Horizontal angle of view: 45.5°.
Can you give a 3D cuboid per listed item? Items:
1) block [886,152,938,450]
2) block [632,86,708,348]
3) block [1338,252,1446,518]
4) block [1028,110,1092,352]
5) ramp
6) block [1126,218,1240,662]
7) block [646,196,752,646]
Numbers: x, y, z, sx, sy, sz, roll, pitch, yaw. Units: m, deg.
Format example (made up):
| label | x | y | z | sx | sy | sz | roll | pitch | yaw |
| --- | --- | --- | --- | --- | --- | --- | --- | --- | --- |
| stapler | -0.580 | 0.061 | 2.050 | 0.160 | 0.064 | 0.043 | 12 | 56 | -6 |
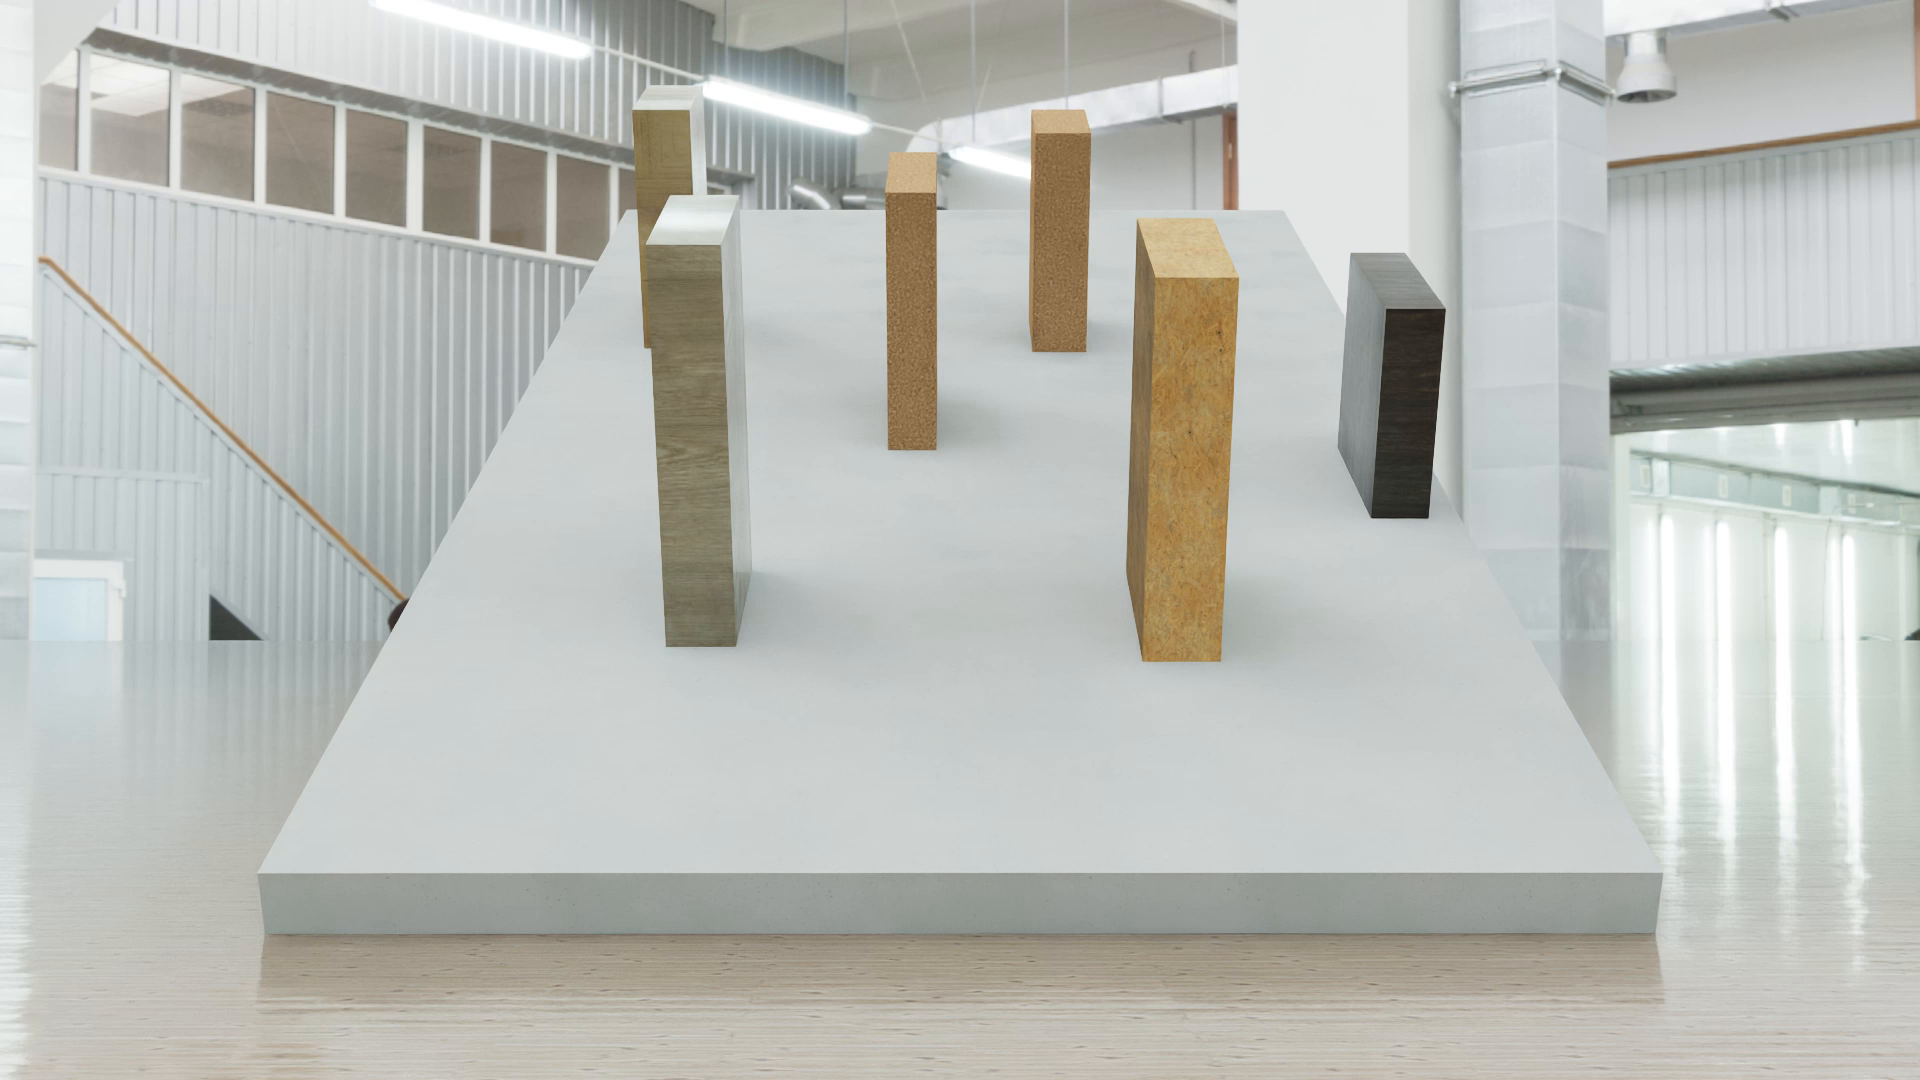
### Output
| label | x | y | z | sx | sy | sz | roll | pitch | yaw |
| --- | --- | --- | --- | --- | --- | --- | --- | --- | --- |
| block | -0.103 | -0.528 | 5.014 | 0.104 | 0.563 | 0.393 | 0 | 22 | 0 |
| block | -0.708 | -0.800 | 5.664 | 0.136 | 0.587 | 0.308 | 0 | 22 | 0 |
| block | 0.875 | -0.322 | 4.679 | 0.115 | 0.433 | 0.427 | 0 | 22 | 0 |
| block | 0.243 | -0.763 | 5.642 | 0.132 | 0.538 | 0.289 | 0 | 22 | 0 |
| ramp | -0.006 | -0.219 | 5.136 | 2.000 | 0.100 | 4.000 | 0 | 22 | 0 |
| block | 0.380 | -0.180 | 3.988 | 0.134 | 0.678 | 0.400 | 0 | 22 | 0 |
| block | -0.450 | -0.211 | 4.011 | 0.122 | 0.715 | 0.349 | 0 | 22 | 0 |
